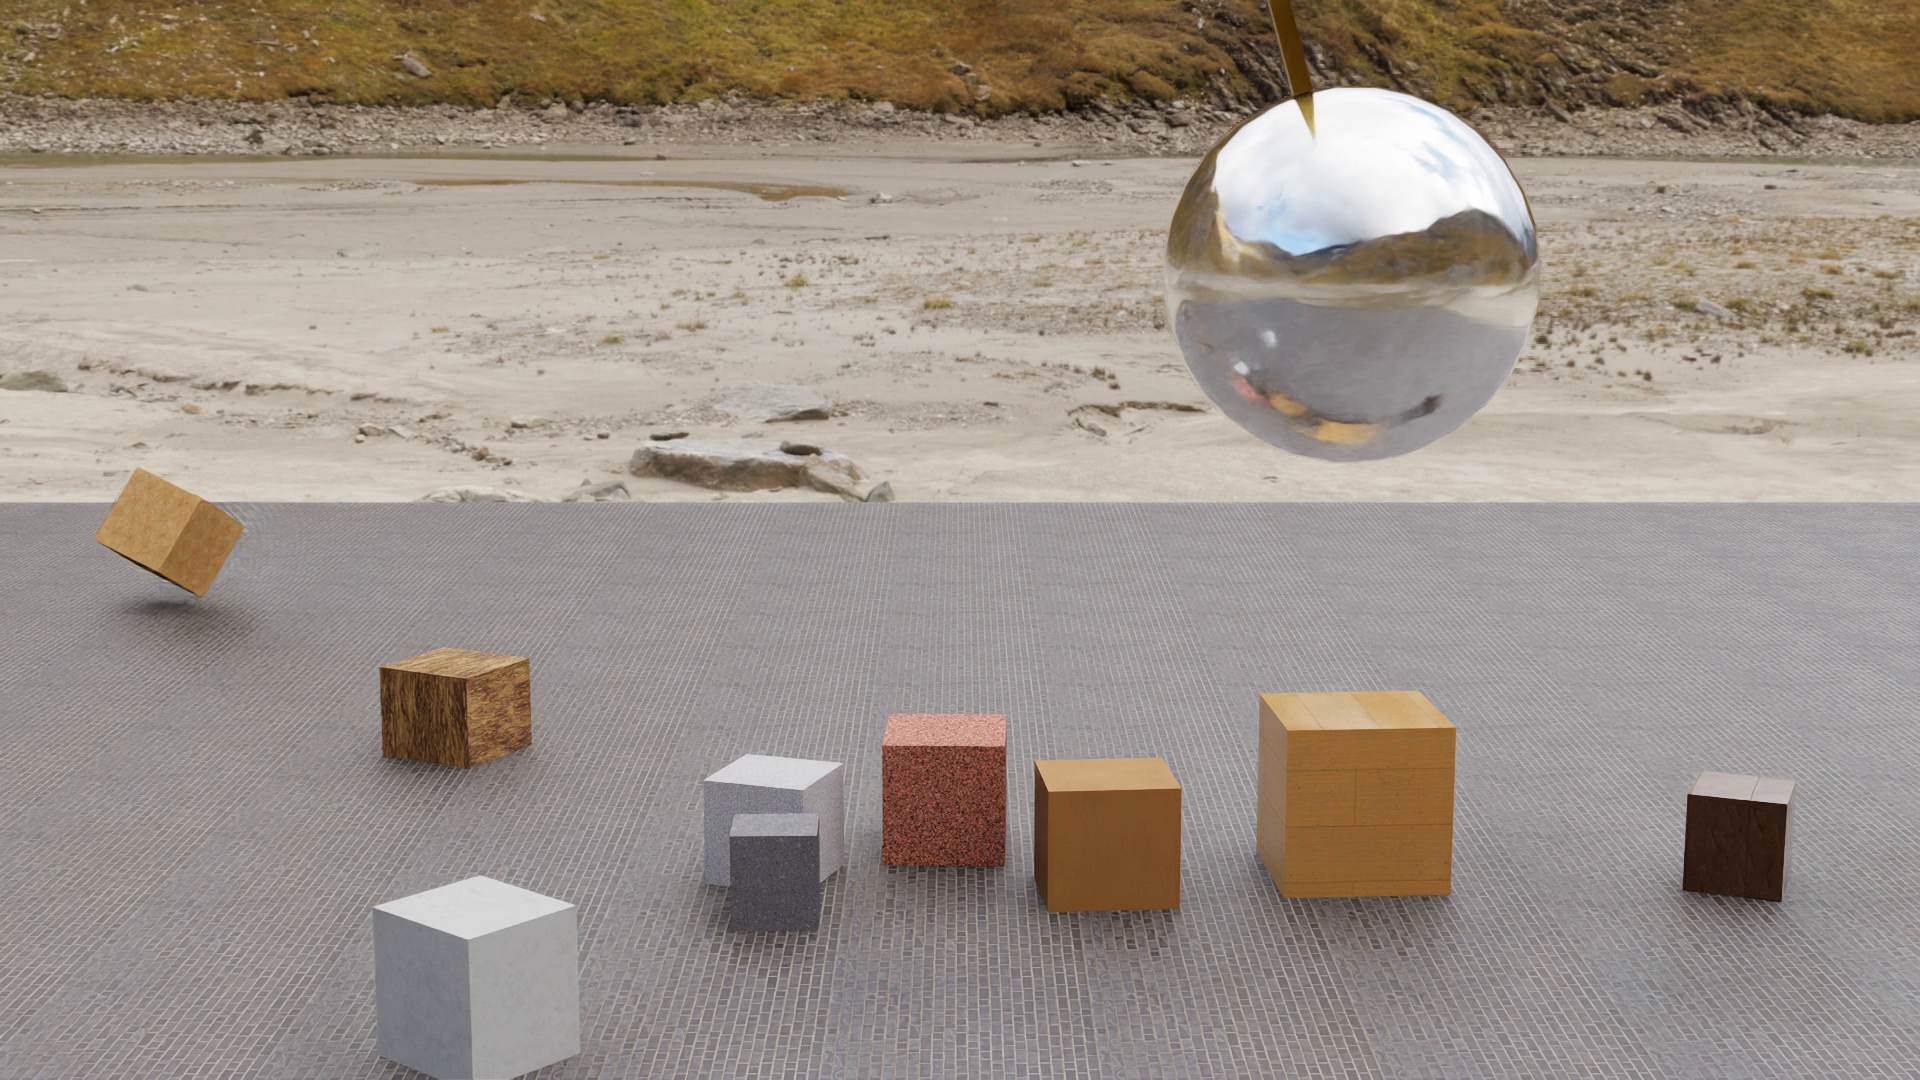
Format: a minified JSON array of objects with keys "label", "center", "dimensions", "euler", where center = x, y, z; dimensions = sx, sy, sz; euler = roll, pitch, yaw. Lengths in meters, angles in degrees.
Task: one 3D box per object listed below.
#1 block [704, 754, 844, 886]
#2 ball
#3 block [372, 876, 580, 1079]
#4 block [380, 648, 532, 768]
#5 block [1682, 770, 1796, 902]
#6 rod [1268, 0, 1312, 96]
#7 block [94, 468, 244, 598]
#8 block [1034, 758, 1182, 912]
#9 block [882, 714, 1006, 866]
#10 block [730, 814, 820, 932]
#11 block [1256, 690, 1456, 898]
[{"label":"block","center":[-0.820,1.253,11.359],"dimensions":[0.471,0.471,0.466],"euler":[4,11,19]},{"label":"ball","center":[1.669,-1.132,10.974],"dimensions":[1.600,1.600,1.600],"euler":[0,10,0]},{"label":"block","center":[-1.742,1.590,9.255],"dimensions":[0.541,0.561,0.490],"euler":[9,13,40]},{"label":"block","center":[-2.639,0.873,13.445],"dimensions":[0.564,0.473,0.527],"euler":[5,12,27]},{"label":"block","center":[3.417,1.292,11.243],"dimensions":[0.413,0.435,0.418],"euler":[4,11,23]},{"label":"rod","center":[0.723,-4.346,10.390],"dimensions":[0.080,5.200,0.080],"euler":[-16,10,3]},{"label":"block","center":[-5.278,-0.046,17.146],"dimensions":[0.588,0.557,0.542],"euler":[23,-12,24]},{"label":"block","center":[0.632,1.270,11.104],"dimensions":[0.566,0.529,0.502],"euler":[-1,10,-5]},{"label":"block","center":[-0.064,1.138,11.756],"dimensions":[0.547,0.555,0.580],"euler":[0,10,2]},{"label":"block","center":[-0.774,1.392,10.767],"dimensions":[0.360,0.409,0.324],"euler":[0,10,-1]},{"label":"block","center":[1.739,1.115,11.351],"dimensions":[0.729,0.745,0.667],"euler":[-1,10,-4]}]
